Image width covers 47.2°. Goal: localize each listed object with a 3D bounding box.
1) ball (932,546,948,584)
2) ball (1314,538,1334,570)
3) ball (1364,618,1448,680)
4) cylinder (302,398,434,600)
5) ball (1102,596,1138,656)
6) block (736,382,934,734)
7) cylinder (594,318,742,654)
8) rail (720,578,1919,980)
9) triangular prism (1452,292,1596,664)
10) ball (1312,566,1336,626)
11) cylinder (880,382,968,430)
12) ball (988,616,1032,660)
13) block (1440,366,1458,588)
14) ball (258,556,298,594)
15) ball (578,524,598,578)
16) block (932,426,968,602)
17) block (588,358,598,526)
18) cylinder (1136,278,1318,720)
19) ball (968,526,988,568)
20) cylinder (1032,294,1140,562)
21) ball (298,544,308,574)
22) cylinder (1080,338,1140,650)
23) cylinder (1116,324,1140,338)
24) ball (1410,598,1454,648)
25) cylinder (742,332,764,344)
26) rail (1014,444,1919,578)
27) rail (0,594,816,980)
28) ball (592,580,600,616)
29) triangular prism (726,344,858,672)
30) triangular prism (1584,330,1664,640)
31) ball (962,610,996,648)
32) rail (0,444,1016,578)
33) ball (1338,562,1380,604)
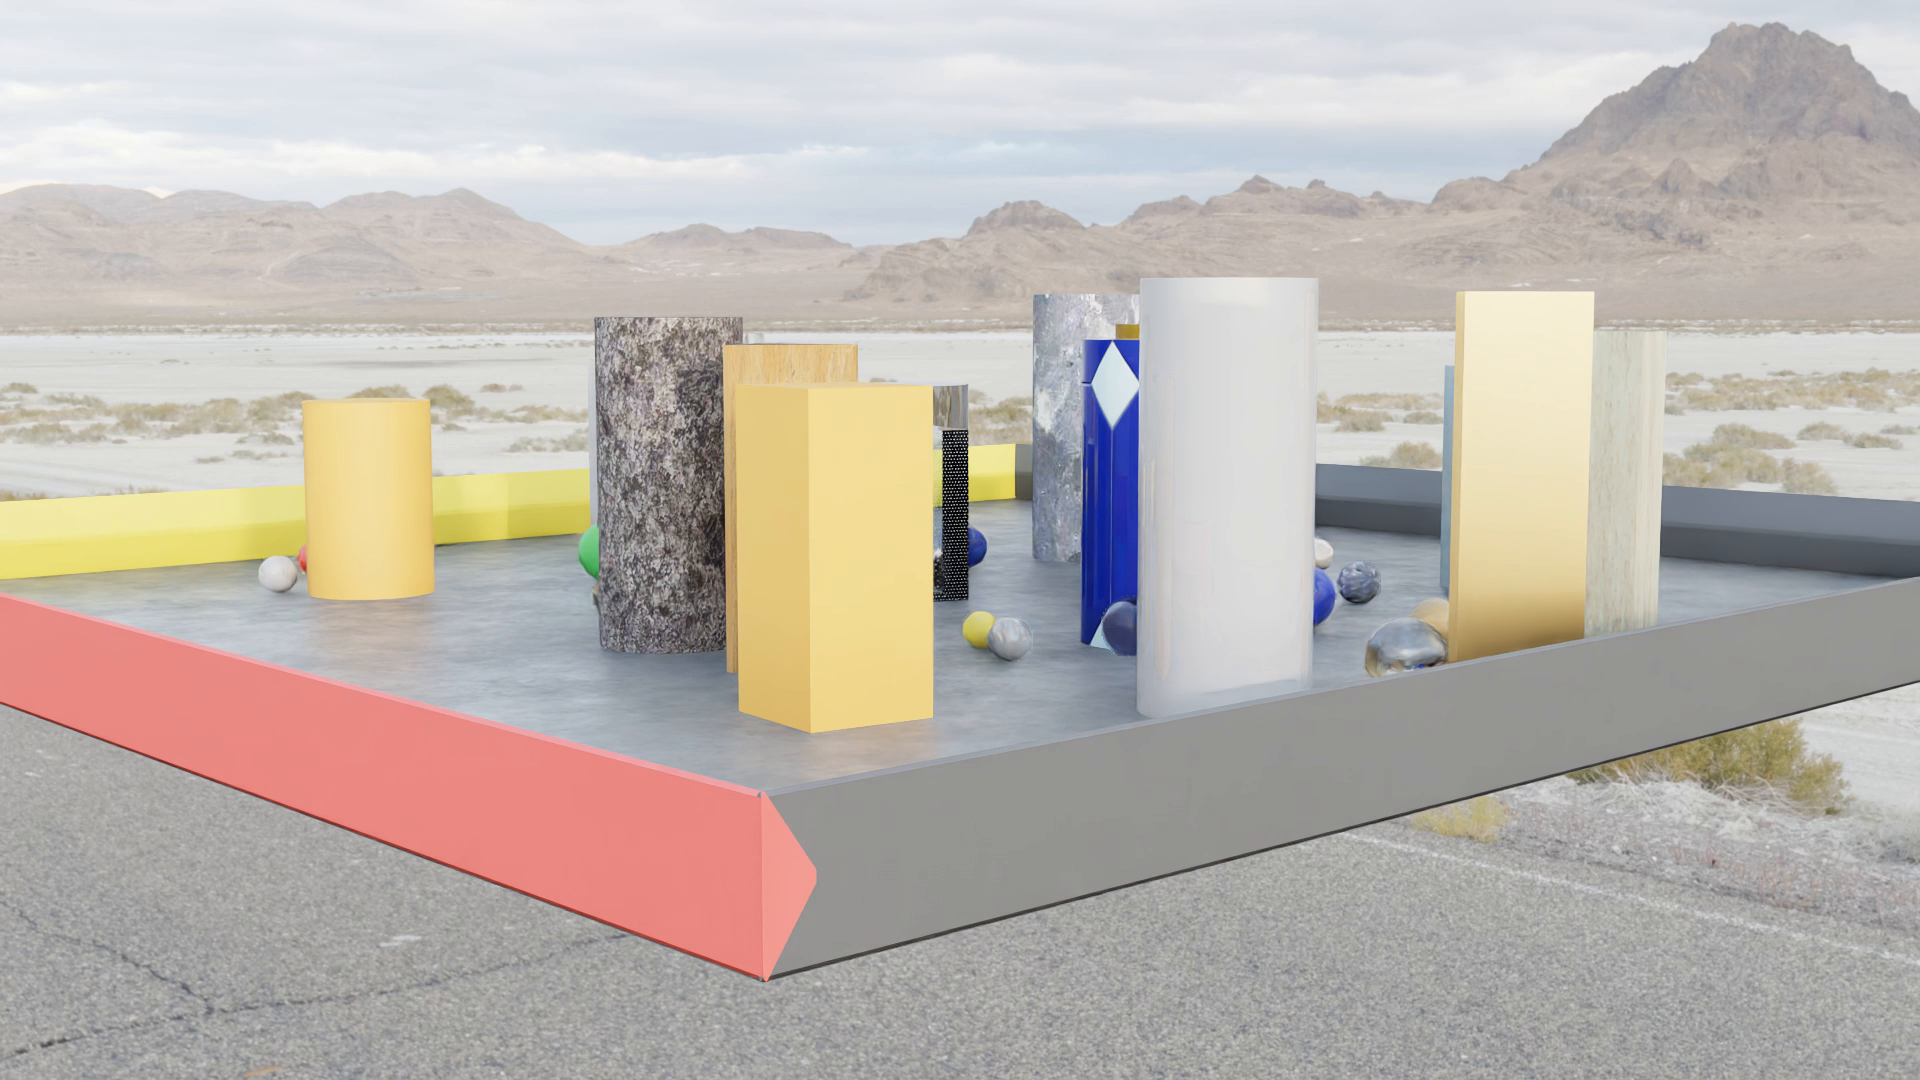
[{"bbox_3d":[-0.053,0.041,3.554,0.066,0.066,0.066,0,6,0],"label":"ball"},{"bbox_3d":[0.607,0.026,3.745,0.057,0.057,0.057,0,6,0],"label":"ball"},{"bbox_3d":[0.511,0.135,2.519,0.094,0.094,0.094,0,6,0],"label":"ball"},{"bbox_3d":[-0.931,-0.068,3.464,0.195,0.303,0.195,0,6,0],"label":"cylinder"},{"bbox_3d":[0.223,0.111,2.831,0.078,0.078,0.078,0,6,0],"label":"ball"},{"bbox_3d":[-0.138,0.012,2.408,0.156,0.363,0.156,-4,7,-34],"label":"block"},{"bbox_3d":[-0.385,-0.078,2.927,0.195,0.434,0.195,0,6,0],"label":"cylinder"},{"bbox_3d":[0.866,0.131,2.399,2.755,0.126,0.045,-5,8,-42],"label":"rail"},{"bbox_3d":[0.619,-0.055,2.564,0.169,0.464,0.146,-2,6,-15],"label":"triangular prism"},{"bbox_3d":[0.482,0.079,3.081,0.089,0.089,0.089,0,6,0],"label":"ball"},{"bbox_3d":[-0.082,-0.099,3.668,0.195,0.321,0.195,0,6,0],"label":"cylinder"},{"bbox_3d":[0.063,0.125,2.795,0.056,0.056,0.056,0,6,0],"label":"ball"},{"bbox_3d":[0.881,-0.099,3.504,0.156,0.356,0.156,-4,7,-32],"label":"block"},{"bbox_3d":[-1.073,0.054,3.459,0.059,0.059,0.059,0,6,0],"label":"ball"},{"bbox_3d":[-0.580,0.018,3.623,0.097,0.097,0.097,0,6,0],"label":"ball"},{"bbox_3d":[-0.090,-0.042,3.409,0.156,0.262,0.156,-3,7,-24],"label":"block"},{"bbox_3d":[-0.576,-0.158,4.053,0.156,0.357,0.156,2,6,20],"label":"block"},{"bbox_3d":[0.294,-0.048,2.430,0.195,0.478,0.195,0,6,0],"label":"cylinder"},{"bbox_3d":[0.010,0.012,3.799,0.074,0.074,0.074,0,6,0],"label":"ball"},{"bbox_3d":[0.228,-0.204,3.949,0.195,0.471,0.195,0,6,0],"label":"cylinder"},{"bbox_3d":[-1.082,0.031,3.691,0.057,0.057,0.057,0,6,0],"label":"ball"},{"bbox_3d":[0.260,-0.066,2.947,0.195,0.405,0.195,0,6,0],"label":"cylinder"},{"bbox_3d":[0.344,-0.133,3.512,0.195,0.421,0.195,0,6,0],"label":"cylinder"},{"bbox_3d":[0.624,0.110,2.886,0.068,0.068,0.068,0,6,0],"label":"ball"},{"bbox_3d":[-0.414,-0.133,3.586,0.195,0.406,0.195,0,6,0],"label":"cylinder"},{"bbox_3d":[0.995,-0.063,4.245,0.045,0.126,2.601,-5,8,-42],"label":"rail"},{"bbox_3d":[-0.995,0.129,2.419,0.045,0.126,2.601,-5,8,-42],"label":"rail"},{"bbox_3d":[-0.472,0.079,3.089,0.086,0.086,0.086,0,6,0],"label":"ball"},{"bbox_3d":[-0.231,-0.047,2.782,0.169,0.401,0.146,-2,6,-21],"label":"triangular prism"},{"bbox_3d":[0.876,-0.066,2.899,0.146,0.416,0.169,-4,7,-35],"label":"triangular prism"},{"bbox_3d":[0.028,0.118,2.905,0.048,0.048,0.048,0,6,0],"label":"ball"},{"bbox_3d":[-0.866,-0.065,4.265,2.755,0.126,0.045,-5,8,-42],"label":"rail"},{"bbox_3d":[0.605,0.065,3.336,0.063,0.063,0.063,0,6,0],"label":"ball"}]
